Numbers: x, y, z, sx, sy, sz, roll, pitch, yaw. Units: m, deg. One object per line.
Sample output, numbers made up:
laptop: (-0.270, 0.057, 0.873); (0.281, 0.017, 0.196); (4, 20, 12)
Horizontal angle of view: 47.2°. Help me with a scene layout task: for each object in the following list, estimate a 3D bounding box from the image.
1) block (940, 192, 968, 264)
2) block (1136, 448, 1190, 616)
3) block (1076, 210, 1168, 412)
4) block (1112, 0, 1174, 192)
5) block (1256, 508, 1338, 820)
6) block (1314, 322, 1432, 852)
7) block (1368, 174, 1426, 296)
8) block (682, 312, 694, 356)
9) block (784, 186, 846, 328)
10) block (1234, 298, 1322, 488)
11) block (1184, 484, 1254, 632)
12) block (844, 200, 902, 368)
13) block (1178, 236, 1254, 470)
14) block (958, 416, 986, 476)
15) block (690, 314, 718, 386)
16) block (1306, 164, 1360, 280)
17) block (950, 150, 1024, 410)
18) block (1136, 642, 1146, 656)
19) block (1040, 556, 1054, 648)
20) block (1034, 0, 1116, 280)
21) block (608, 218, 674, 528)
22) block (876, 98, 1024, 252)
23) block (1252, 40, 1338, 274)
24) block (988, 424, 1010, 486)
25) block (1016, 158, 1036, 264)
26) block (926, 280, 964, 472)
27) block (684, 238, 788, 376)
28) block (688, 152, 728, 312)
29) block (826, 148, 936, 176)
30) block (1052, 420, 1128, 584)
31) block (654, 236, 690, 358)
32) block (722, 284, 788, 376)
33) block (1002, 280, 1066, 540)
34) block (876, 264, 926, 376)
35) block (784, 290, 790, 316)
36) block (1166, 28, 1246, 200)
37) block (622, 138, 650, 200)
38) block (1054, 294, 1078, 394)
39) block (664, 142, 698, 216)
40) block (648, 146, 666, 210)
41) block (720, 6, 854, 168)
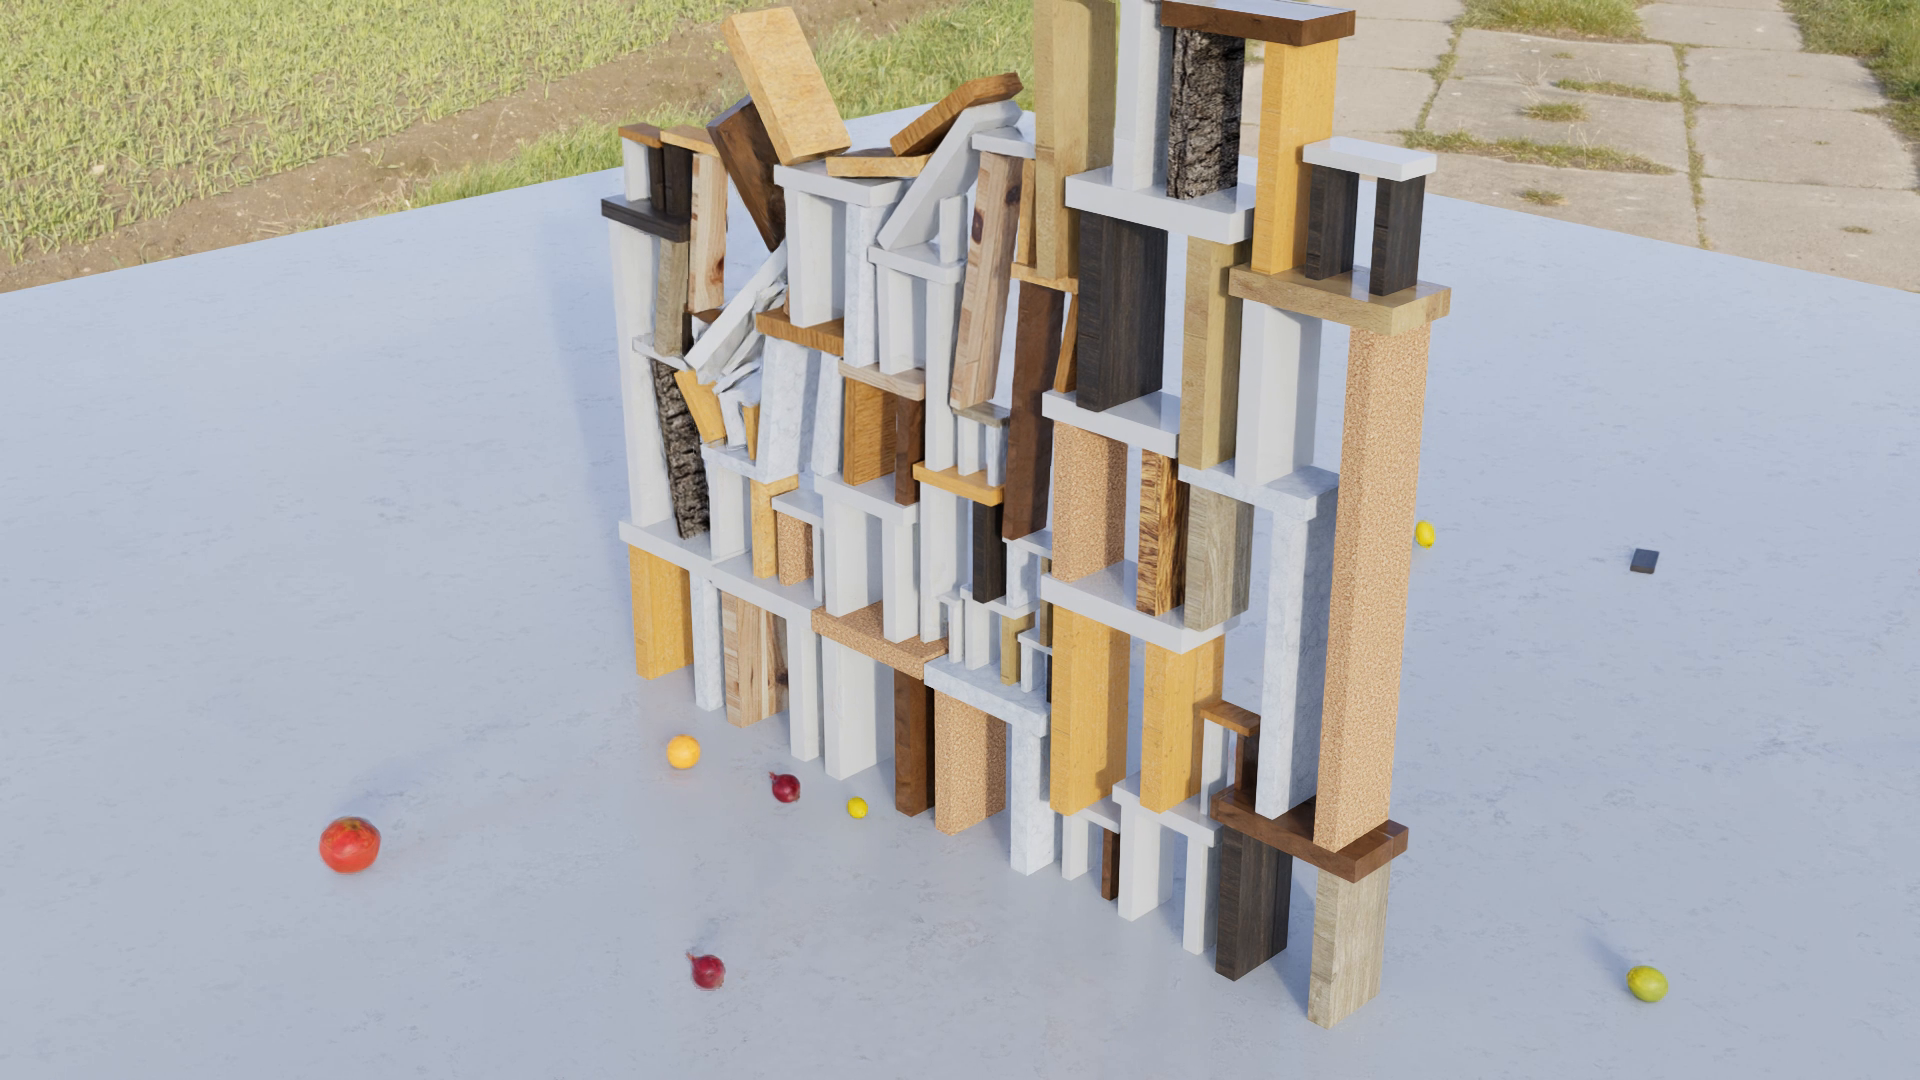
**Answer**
block: (-0.011, -0.567, 3.996); (0.017, 0.117, 0.058); (17, 28, 36)
block: (0.376, -0.032, 3.807); (0.043, 0.301, 0.150); (21, 31, 40)
block: (0.277, -0.406, 3.753); (0.049, 0.346, 0.173); (21, 31, 40)
block: (0.320, -0.732, 3.559); (0.043, 0.307, 0.153); (23, 32, 40)
block: (0.566, 0.197, 3.691); (0.037, 0.557, 0.131); (21, 31, 41)
block: (0.660, 0.076, 3.535); (0.044, 0.902, 0.154); (21, 31, 40)
block: (0.659, -0.465, 3.315); (0.090, 0.179, 0.025); (-21, 31, -40)
block: (-0.563, -0.439, 4.642); (0.014, 0.097, 0.049); (25, 33, 37)
block: (-0.271, -0.562, 4.282); (0.136, 0.273, 0.039); (-21, 29, -40)
block: (0.516, -0.253, 3.551); (0.044, 0.308, 0.154); (21, 31, 41)
block: (0.443, 0.014, 3.749); (0.037, 0.263, 0.131); (21, 31, 40)
block: (-0.155, -0.496, 4.183); (0.039, 0.319, 0.136); (25, 33, 39)
block: (0.441, -0.323, 3.613); (0.049, 0.389, 0.173); (21, 31, 41)
block: (0.023, -0.184, 4.116); (0.016, 0.116, 0.058); (21, 31, 40)
block: (-0.539, -0.406, 4.638); (0.014, 0.154, 0.049); (14, 28, 35)
block: (0.575, -0.498, 3.392); (0.090, 0.179, 0.025); (-21, 31, -40)
block: (0.051, -0.473, 3.974); (0.026, 0.497, 0.093); (31, 37, 35)
block: (0.475, 0.247, 5.156); (0.117, 0.017, 0.059); (-16, 28, -33)
block: (0.177, 0.106, 4.078); (0.064, 0.179, 0.018); (-21, 31, -41)
block: (0.195, -0.696, 3.706); (0.153, 0.491, 0.043); (-21, 29, -40)
block: (-0.678, -0.371, 4.797); (0.037, 0.690, 0.131); (18, 29, 39)
block: (-0.021, -0.656, 3.974); (0.121, 0.359, 0.034); (-21, 71, -40)
block: (0.519, -0.600, 3.407); (0.135, 0.355, 0.038); (-21, 32, -41)
block: (0.078, -0.162, 4.066); (0.016, 0.116, 0.058); (21, 31, 40)
block: (0.145, -0.580, 3.825); (0.026, 0.186, 0.093); (25, 33, 36)
block: (-0.016, -0.315, 4.102); (0.030, 0.369, 0.105); (22, 31, 39)
block: (-0.381, -0.521, 4.542); (0.042, 0.448, 0.149); (47, 15, 16)
block: (-0.517, -0.634, 4.514); (0.075, 0.337, 0.021); (-20, 37, -40)
block: (-0.122, -0.698, 4.058); (0.121, 0.034, 0.242); (-21, 21, -40)
block: (0.233, -0.087, 3.937); (0.043, 0.301, 0.150); (21, 31, 40)
block: (-0.573, -0.522, 4.620); (0.037, 0.261, 0.131); (31, 37, 34)
block: (-0.380, -0.452, 4.499); (0.020, 0.355, 0.071); (51, 43, 8)
block: (0.133, -0.240, 3.974); (0.092, 0.502, 0.026); (-21, 35, -40)
block: (-0.106, -0.427, 4.161); (0.105, 0.211, 0.030); (-21, 29, -40)
block: (-0.305, -0.515, 4.343); (0.071, 0.142, 0.020); (-20, 47, -38)
block: (0.393, -0.688, 3.505); (0.038, 0.269, 0.135); (22, 31, 40)
block: (-0.674, -0.785, 4.622); (0.066, 0.131, 0.019); (-21, 30, -41)
block: (0.219, -0.352, 3.829); (0.092, 0.185, 0.026); (-21, 44, -40)
block: (-0.571, -0.751, 4.533); (0.075, 0.150, 0.021); (-21, 31, -40)
block: (-0.612, -0.757, 4.566); (0.019, 0.131, 0.066); (20, 30, 41)
block: (-0.332, -0.871, 4.219); (0.149, 0.299, 0.042); (-21, -4, -40)
